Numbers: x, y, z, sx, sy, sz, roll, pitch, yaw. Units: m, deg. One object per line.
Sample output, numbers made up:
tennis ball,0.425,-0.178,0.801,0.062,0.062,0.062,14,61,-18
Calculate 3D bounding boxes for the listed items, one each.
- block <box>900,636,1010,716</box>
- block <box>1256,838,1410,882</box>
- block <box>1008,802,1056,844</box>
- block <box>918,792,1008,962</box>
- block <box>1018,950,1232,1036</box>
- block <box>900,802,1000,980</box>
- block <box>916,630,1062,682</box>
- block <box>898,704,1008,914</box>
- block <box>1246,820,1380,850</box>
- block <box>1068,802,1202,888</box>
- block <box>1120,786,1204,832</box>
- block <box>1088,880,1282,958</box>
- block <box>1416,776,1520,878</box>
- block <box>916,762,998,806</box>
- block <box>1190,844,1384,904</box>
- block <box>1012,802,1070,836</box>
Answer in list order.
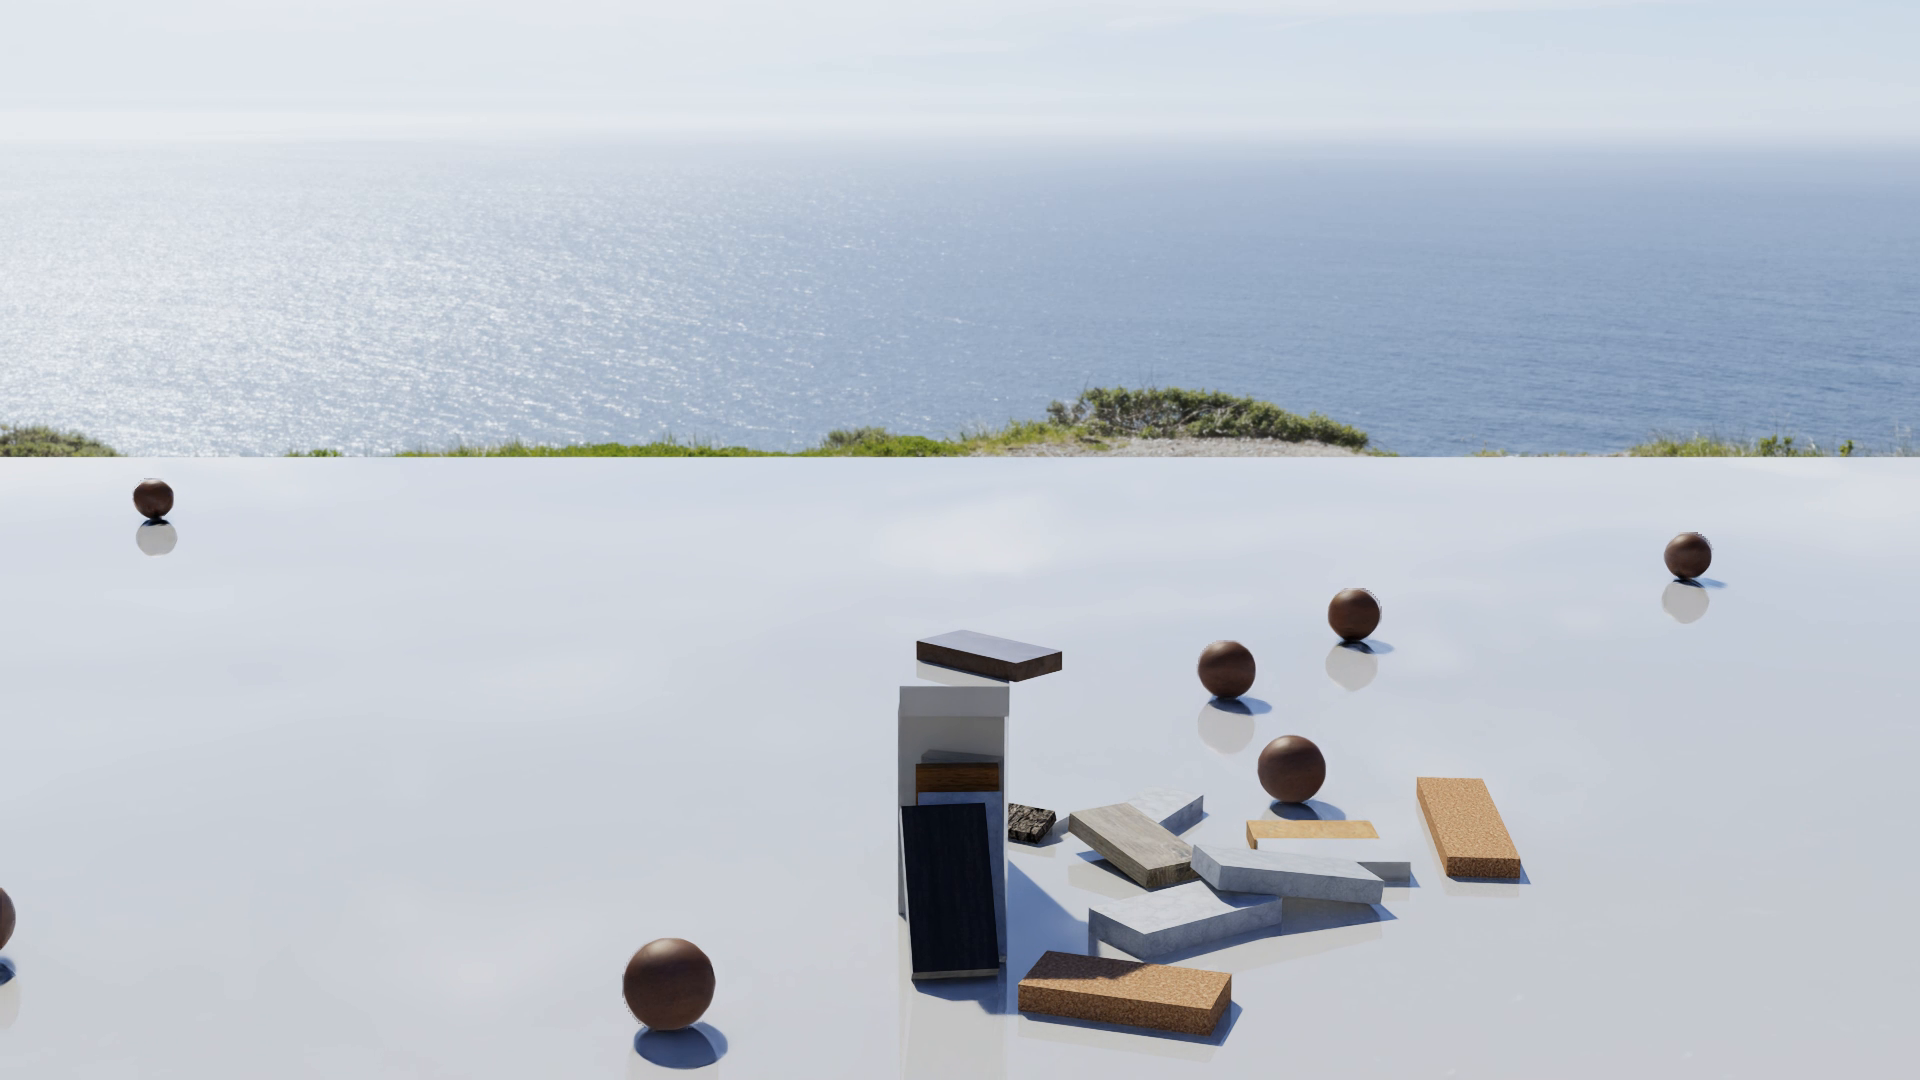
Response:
block,-0.006,0.221,3.621,0.173,0.049,0.346,0,11,1
block,0.641,0.550,3.787,0.246,0.035,0.123,0,11,0
block,0.093,0.509,3.985,0.146,0.021,0.073,6,32,32
block,0.003,0.520,3.402,0.130,0.261,0.037,0,-25,-2
block,0.241,0.657,3.198,0.283,0.040,0.141,4,11,19
block,-0.018,0.532,3.347,0.131,0.261,0.037,-1,-26,-7
block,0.046,0.187,3.581,0.221,0.031,0.111,10,15,43
block,-0.011,0.435,3.556,0.173,0.346,0.049,2,9,9
block,0.626,0.530,3.907,0.221,0.031,0.111,0,11,0
block,0.306,0.528,3.819,0.123,0.035,0.246,-6,20,-29
block,0.352,0.504,4.047,0.111,0.031,0.221,6,12,29
block,0.360,0.599,3.511,0.283,0.040,0.141,-7,13,-33
block,0.914,0.515,3.978,0.123,0.035,0.474,1,11,5
block,-0.005,0.487,3.503,0.130,0.261,0.037,0,8,-2
block,0.538,0.550,3.624,0.283,0.040,0.141,7,5,-13
block,0.125,0.511,4.040,0.146,0.021,0.073,7,12,32
